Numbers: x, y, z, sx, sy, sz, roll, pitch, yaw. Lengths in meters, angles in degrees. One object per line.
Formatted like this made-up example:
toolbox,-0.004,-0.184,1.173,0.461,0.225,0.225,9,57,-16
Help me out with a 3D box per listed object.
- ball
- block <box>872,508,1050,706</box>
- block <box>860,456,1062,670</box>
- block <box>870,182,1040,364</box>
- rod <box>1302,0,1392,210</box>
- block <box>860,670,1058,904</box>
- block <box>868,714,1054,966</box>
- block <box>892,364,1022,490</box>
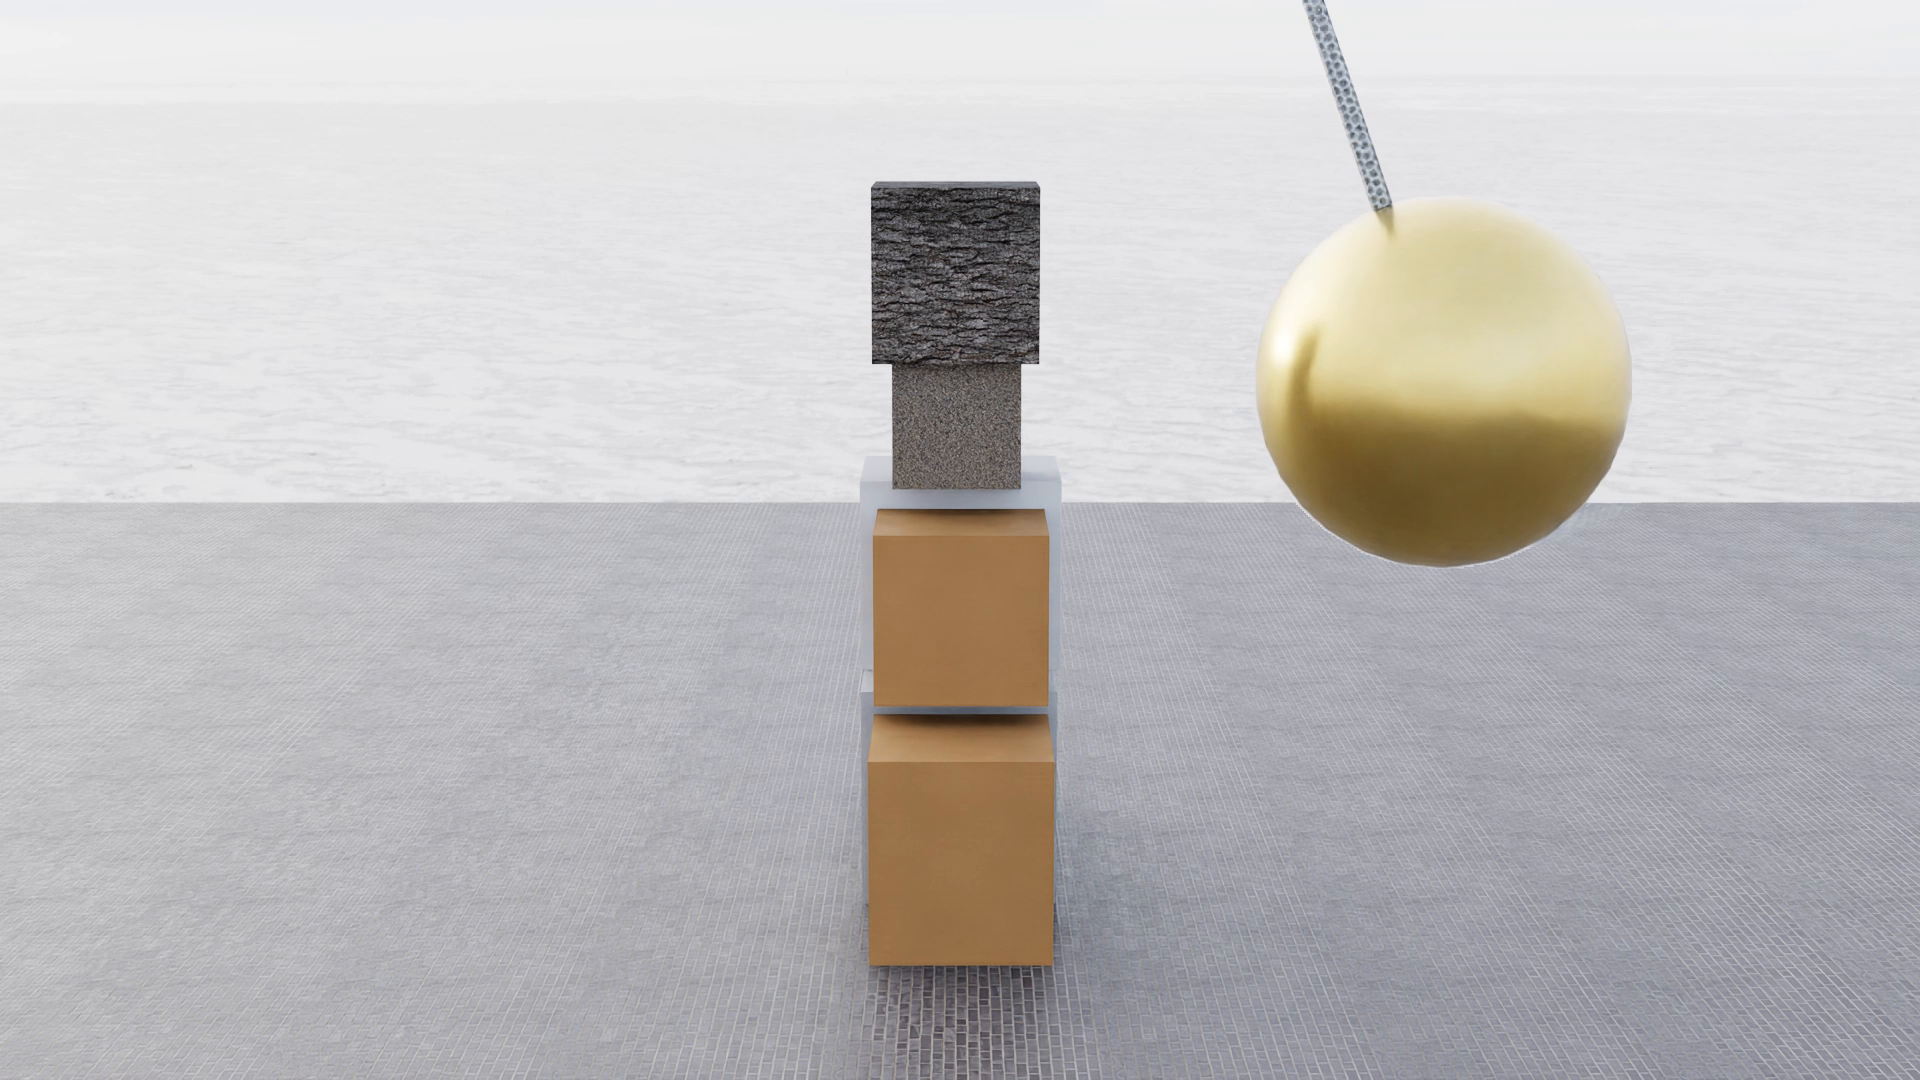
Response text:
ball,2.074,-0.681,11.057,1.600,1.600,1.600,0,10,0
block,0.004,0.275,10.842,0.720,0.715,0.659,0,10,0
block,0.003,0.089,11.536,0.874,0.834,0.755,0,10,0
block,-0.018,-1.151,10.971,0.701,0.733,0.638,0,10,0
rod,0.899,-3.820,10.486,0.080,5.200,0.080,-20,10,4
block,-0.004,1.020,11.348,0.830,0.932,0.887,0,10,0
block,0.004,1.216,10.534,0.733,0.838,0.766,0,10,0
block,-0.014,-0.526,11.085,0.545,0.538,0.534,0,10,0
